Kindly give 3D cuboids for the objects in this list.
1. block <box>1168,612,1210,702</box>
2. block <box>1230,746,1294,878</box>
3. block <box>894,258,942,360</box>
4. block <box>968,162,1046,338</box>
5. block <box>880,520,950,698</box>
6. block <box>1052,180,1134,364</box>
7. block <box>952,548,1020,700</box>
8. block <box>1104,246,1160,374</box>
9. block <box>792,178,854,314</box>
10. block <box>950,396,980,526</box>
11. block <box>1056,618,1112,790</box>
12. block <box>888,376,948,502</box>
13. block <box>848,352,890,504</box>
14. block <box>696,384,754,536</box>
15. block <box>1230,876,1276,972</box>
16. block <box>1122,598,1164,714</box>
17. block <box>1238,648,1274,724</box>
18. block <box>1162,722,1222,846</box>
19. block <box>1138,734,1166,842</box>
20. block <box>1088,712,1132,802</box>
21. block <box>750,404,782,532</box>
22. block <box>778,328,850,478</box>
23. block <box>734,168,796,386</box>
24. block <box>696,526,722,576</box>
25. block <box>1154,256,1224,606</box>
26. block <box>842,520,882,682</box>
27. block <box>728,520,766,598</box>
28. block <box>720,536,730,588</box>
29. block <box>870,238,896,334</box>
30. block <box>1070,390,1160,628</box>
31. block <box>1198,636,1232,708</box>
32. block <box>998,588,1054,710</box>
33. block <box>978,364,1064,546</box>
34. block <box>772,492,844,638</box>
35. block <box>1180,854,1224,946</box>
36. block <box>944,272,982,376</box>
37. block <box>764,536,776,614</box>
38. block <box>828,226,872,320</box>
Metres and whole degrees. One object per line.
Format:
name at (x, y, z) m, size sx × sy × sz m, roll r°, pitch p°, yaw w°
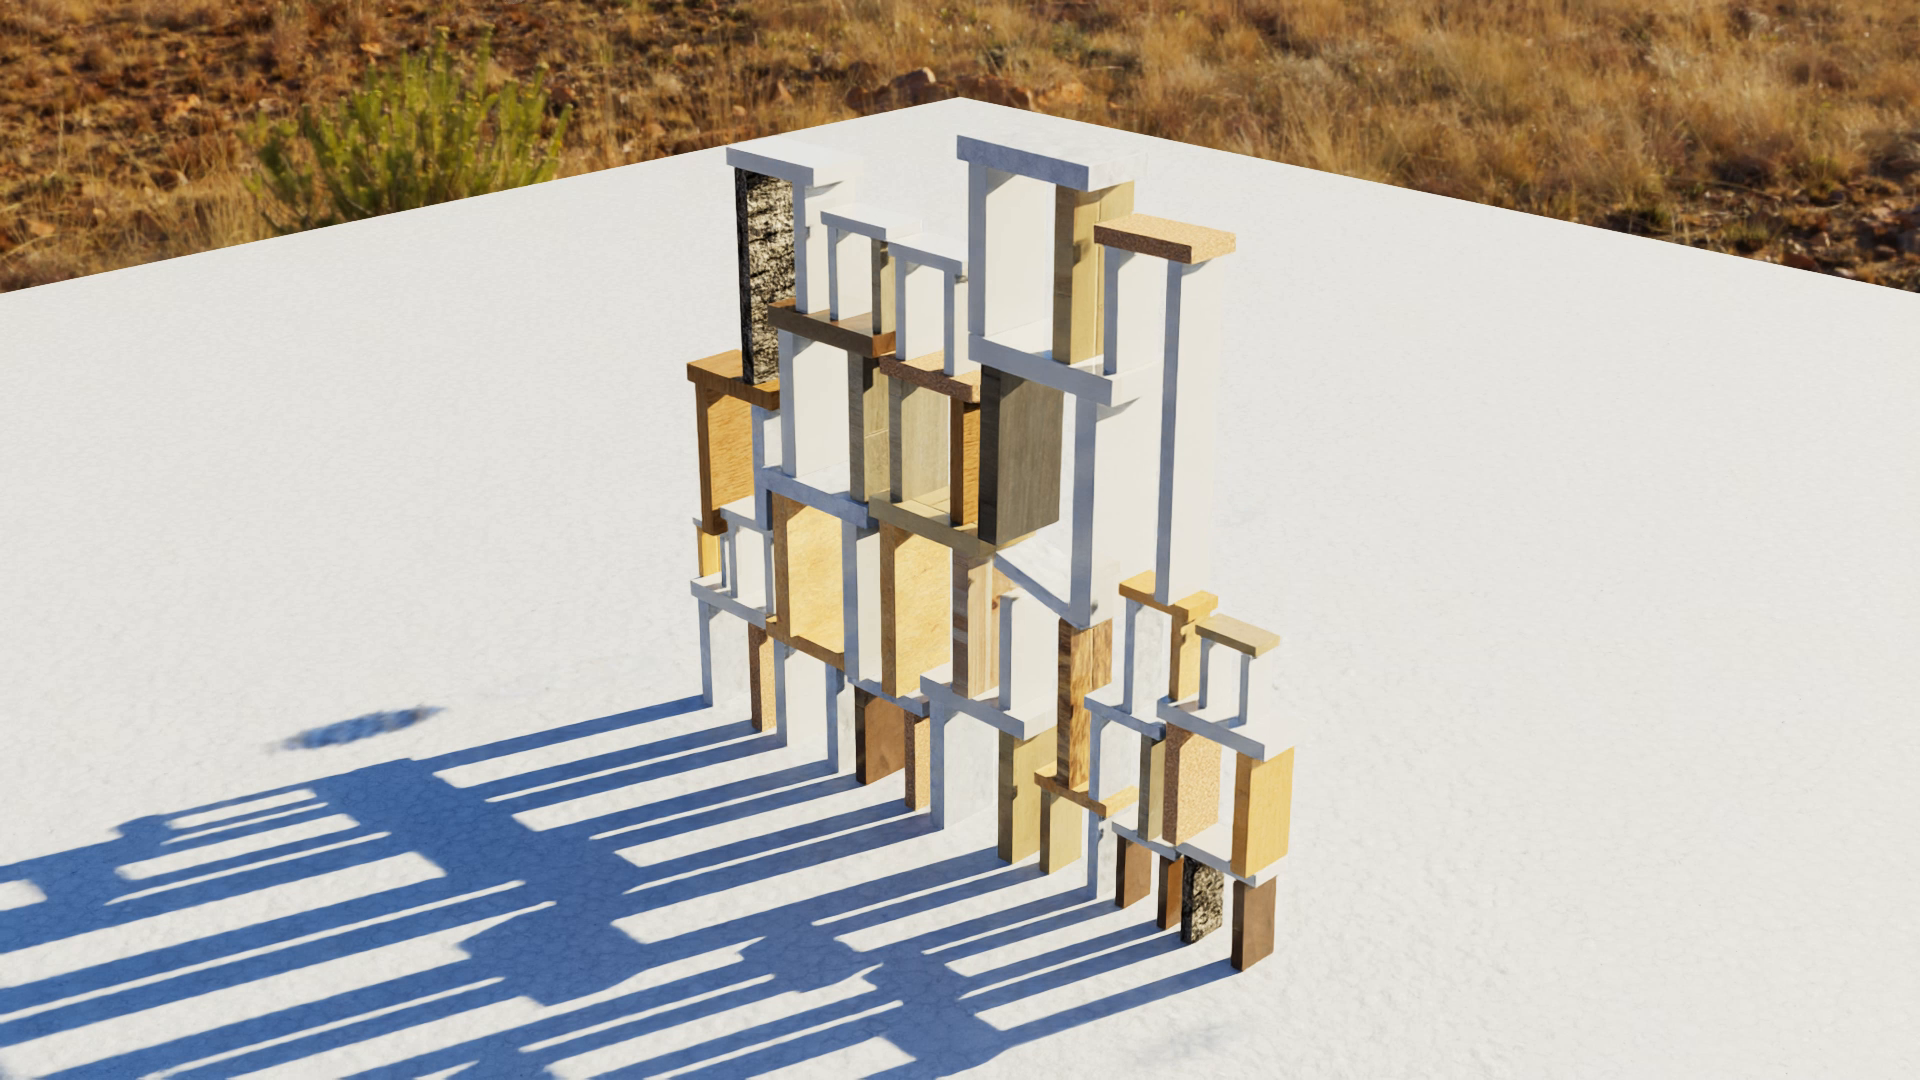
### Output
block at (0.404, 0.196, 3.866) m, size 0.080 × 0.160 × 0.023 m, roll -22°, pitch 31°, yaw -40°
block at (0.528, 0.460, 3.838) m, size 0.119 × 0.238 × 0.034 m, roll -21°, pitch 30°, yaw -40°
block at (-0.077, -0.442, 4.121) m, size 0.097 × 0.194 × 0.028 m, roll -21°, pitch 31°, yaw -41°
block at (0.083, -0.529, 3.909) m, size 0.043 × 0.307 × 0.153 m, roll 21°, pitch 31°, yaw 40°
block at (-0.088, 0.117, 4.363) m, size 0.043 × 0.371 × 0.151 m, roll 21°, pitch 31°, yaw 41°
block at (0.229, -0.469, 3.777) m, size 0.043 × 0.307 × 0.153 m, roll 22°, pitch 31°, yaw 40°
block at (0.054, 0.140, 4.218) m, size 0.043 × 0.301 × 0.151 m, roll 21°, pitch 31°, yaw 41°
block at (0.292, -0.402, 3.737) m, size 0.031 × 0.218 × 0.109 m, roll 20°, pitch 30°, yaw 41°
block at (-0.262, -0.578, 4.270) m, size 0.036 × 0.256 × 0.128 m, roll 21°, pitch 31°, yaw 40°
block at (0.038, -0.163, 4.120) m, size 0.035 × 0.247 × 0.124 m, roll 21°, pitch 31°, yaw 40°
block at (0.232, 0.291, 4.101) m, size 0.032 × 0.342 × 0.114 m, roll 21°, pitch 30°, yaw 41°
block at (-0.079, -0.208, 4.227) m, size 0.124 × 0.248 × 0.035 m, roll -21°, pitch 31°, yaw -41°
block at (-0.146, -0.236, 4.291) m, size 0.152 × 0.304 × 0.043 m, roll -21°, pitch 31°, yaw -41°
block at (-0.491, -0.186, 4.680) m, size 0.038 × 0.336 × 0.135 m, roll 22°, pitch 31°, yaw 40°
block at (0.527, 0.673, 3.941) m, size 0.091 × 0.182 × 0.026 m, roll -21°, pitch 29°, yaw -40°
block at (0.330, 0.196, 3.946) m, size 0.080 × 0.224 × 0.023 m, roll -21°, pitch 31°, yaw -41°
block at (0.509, 0.245, 3.784) m, size 0.019 × 0.132 × 0.066 m, roll 20°, pitch 30°, yaw 41°
block at (0.417, 0.417, 3.941) m, size 0.034 × 0.238 × 0.119 m, roll 21°, pitch 30°, yaw 41°
block at (0.366, 0.436, 4.007) m, size 0.026 × 0.215 × 0.090 m, roll 21°, pitch 31°, yaw 41°
block at (0.280, 0.387, 4.079) m, size 0.026 × 0.181 × 0.090 m, roll 21°, pitch 31°, yaw 40°
block at (-0.364, -0.166, 4.550) m, size 0.038 × 0.270 × 0.135 m, roll 22°, pitch 31°, yaw 40°
block at (-0.290, -0.292, 4.422) m, size 0.043 × 0.304 × 0.152 m, roll 21°, pitch 31°, yaw 41°
block at (-0.383, -0.538, 4.416) m, size 0.128 × 0.443 × 0.036 m, roll -21°, pitch 31°, yaw -41°
block at (-0.547, 0.017, 4.827) m, size 0.017 × 0.119 × 0.059 m, roll 21°, pitch 31°, yaw 41°
block at (0.387, -0.186, 3.720) m, size 0.031 × 0.611 × 0.109 m, roll 22°, pitch 31°, yaw 40°
block at (-0.163, 0.101, 4.439) m, size 0.044 × 0.342 × 0.157 m, roll 21°, pitch 31°, yaw 41°
block at (-0.454, 0.028, 4.728) m, size 0.025 × 0.176 × 0.088 m, roll 21°, pitch 31°, yaw 41°
block at (-0.491, 0.039, 4.776) m, size 0.017 × 0.119 × 0.059 m, roll 21°, pitch 31°, yaw 41°
block at (-0.125, -0.489, 4.155) m, size 0.091 × 0.182 × 0.026 m, roll -21°, pitch 31°, yaw -40°
block at (0.275, -0.070, 3.900) m, size 0.048 × 0.424 × 0.171 m, roll 22°, pitch 31°, yaw 40°
block at (0.447, 0.221, 3.841) m, size 0.066 × 0.132 × 0.019 m, roll -21°, pitch 30°, yaw -40°
block at (0.126, 0.197, 4.177) m, size 0.114 × 0.229 × 0.032 m, roll -21°, pitch 31°, yaw -41°
block at (0.112, -0.175, 4.031) m, size 0.048 × 0.341 × 0.171 m, roll 23°, pitch 32°, yaw 40°
block at (-0.312, 0.030, 4.570) m, size 0.044 × 0.314 × 0.157 m, roll 21°, pitch 31°, yaw 41°
block at (0.444, 0.640, 4.018) m, size 0.026 × 0.182 × 0.091 m, roll 21°, pitch 30°, yaw 40°
block at (0.015, -0.406, 4.036) m, size 0.097 × 0.194 × 0.028 m, roll -21°, pitch 31°, yaw -41°
block at (-0.372, 0.060, 4.651) m, size 0.025 × 0.176 × 0.088 m, roll 21°, pitch 31°, yaw 40°
block at (-0.211, -0.522, 4.232) m, size 0.026 × 0.182 × 0.091 m, roll 21°, pitch 31°, yaw 41°
